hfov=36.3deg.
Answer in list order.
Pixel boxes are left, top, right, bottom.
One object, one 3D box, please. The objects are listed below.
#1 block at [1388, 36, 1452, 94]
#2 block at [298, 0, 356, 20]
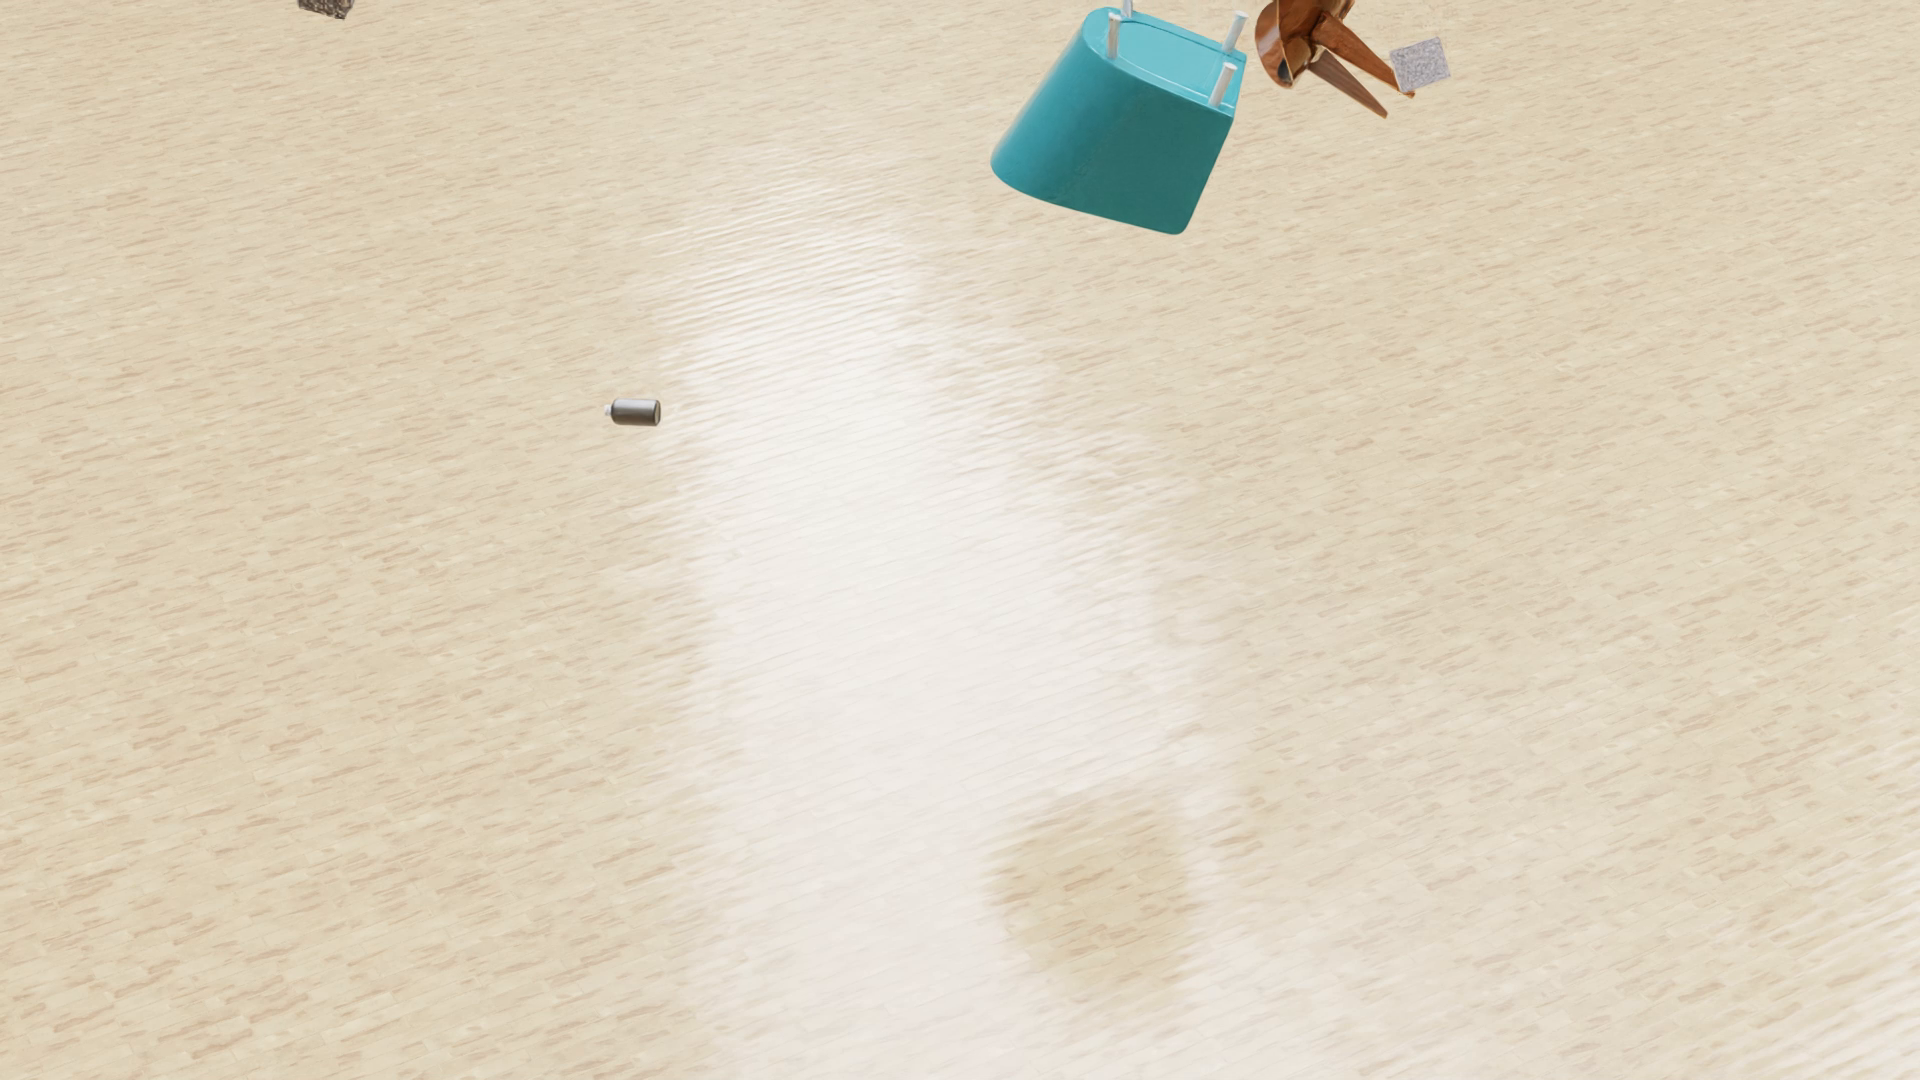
[{"bbox_3d":[1.286,-1.332,8.206,0.141,0.119,0.088,-18,10,8],"label":"block"},{"bbox_3d":[-2.169,-1.918,10.073,0.167,0.170,0.151,15,49,3],"label":"block"}]
